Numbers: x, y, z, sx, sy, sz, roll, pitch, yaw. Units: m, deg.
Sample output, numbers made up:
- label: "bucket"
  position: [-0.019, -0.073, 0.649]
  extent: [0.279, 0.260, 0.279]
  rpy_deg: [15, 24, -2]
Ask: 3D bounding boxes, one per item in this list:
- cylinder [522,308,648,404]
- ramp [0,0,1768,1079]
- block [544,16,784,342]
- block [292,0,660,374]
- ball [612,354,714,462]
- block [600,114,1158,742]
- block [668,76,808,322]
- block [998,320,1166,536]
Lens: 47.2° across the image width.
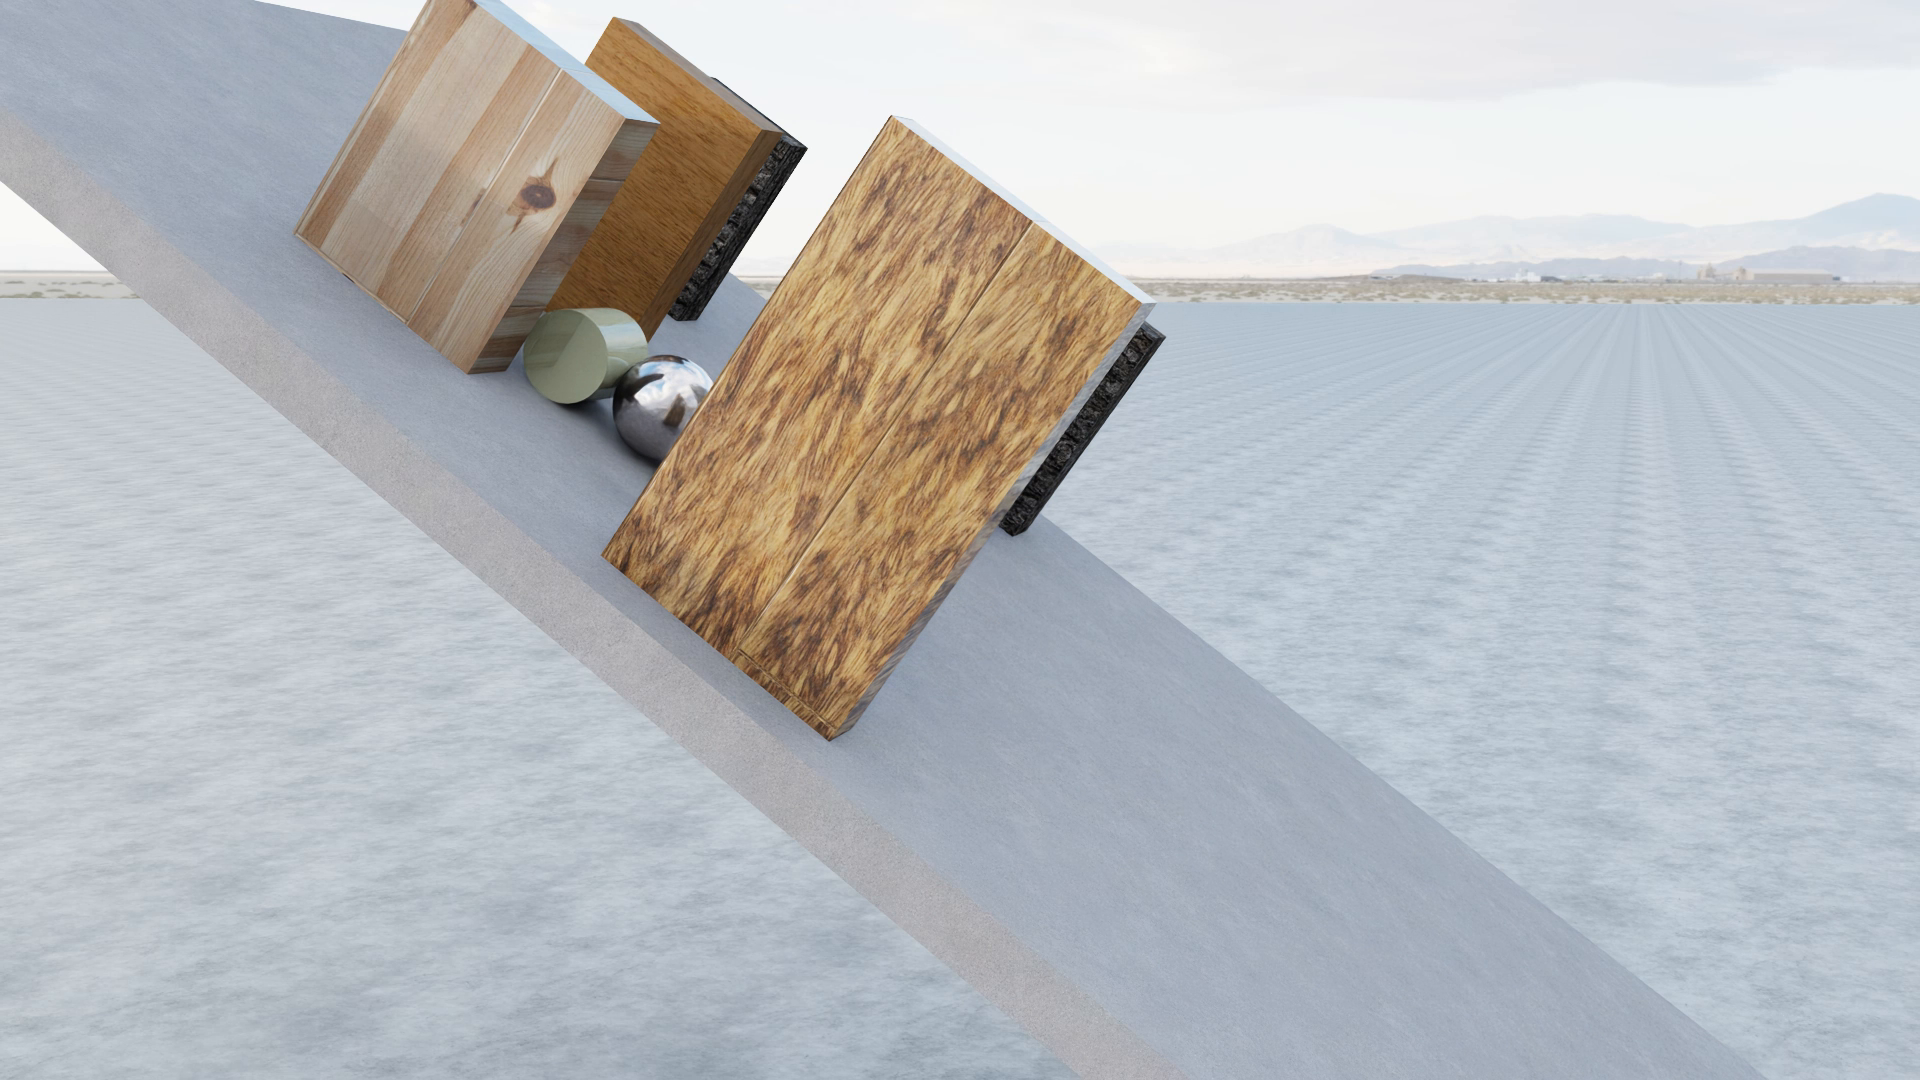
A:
- label: "cylinder"
  position: [-0.639, -0.317, 3.759]
  extent: [0.158, 0.158, 0.158]
  rpy_deg: [2, 7, 17]
- label: "ramp"
  position: [-0.075, 0.141, 4.075]
  extent: [4.000, 0.100, 2.000]
  rpy_deg: [38, 16, 10]
- label: "block"
  position: [-0.621, -0.643, 4.075]
  extent: [0.355, 0.521, 0.106]
  rpy_deg: [38, 16, 10]
- label: "block"
  position: [-0.795, -0.591, 3.600]
  extent: [0.393, 0.498, 0.129]
  rpy_deg: [38, 16, 10]
- label: "ball"
  position: [-0.499, -0.224, 3.733]
  extent: [0.182, 0.182, 0.182]
  rpy_deg: [0, 7, 0]
- label: "block"
  position: [-0.129, -0.155, 3.178]
  extent: [0.445, 0.784, 0.099]
  rpy_deg: [38, 16, 10]
- label: "block"
  position: [-0.548, -0.709, 4.573]
  extent: [0.254, 0.438, 0.103]
  rpy_deg: [38, 16, 10]
- label: "block"
  position: [0.175, -0.299, 4.720]
  extent: [0.262, 0.526, 0.114]
  rpy_deg: [38, 16, 10]
